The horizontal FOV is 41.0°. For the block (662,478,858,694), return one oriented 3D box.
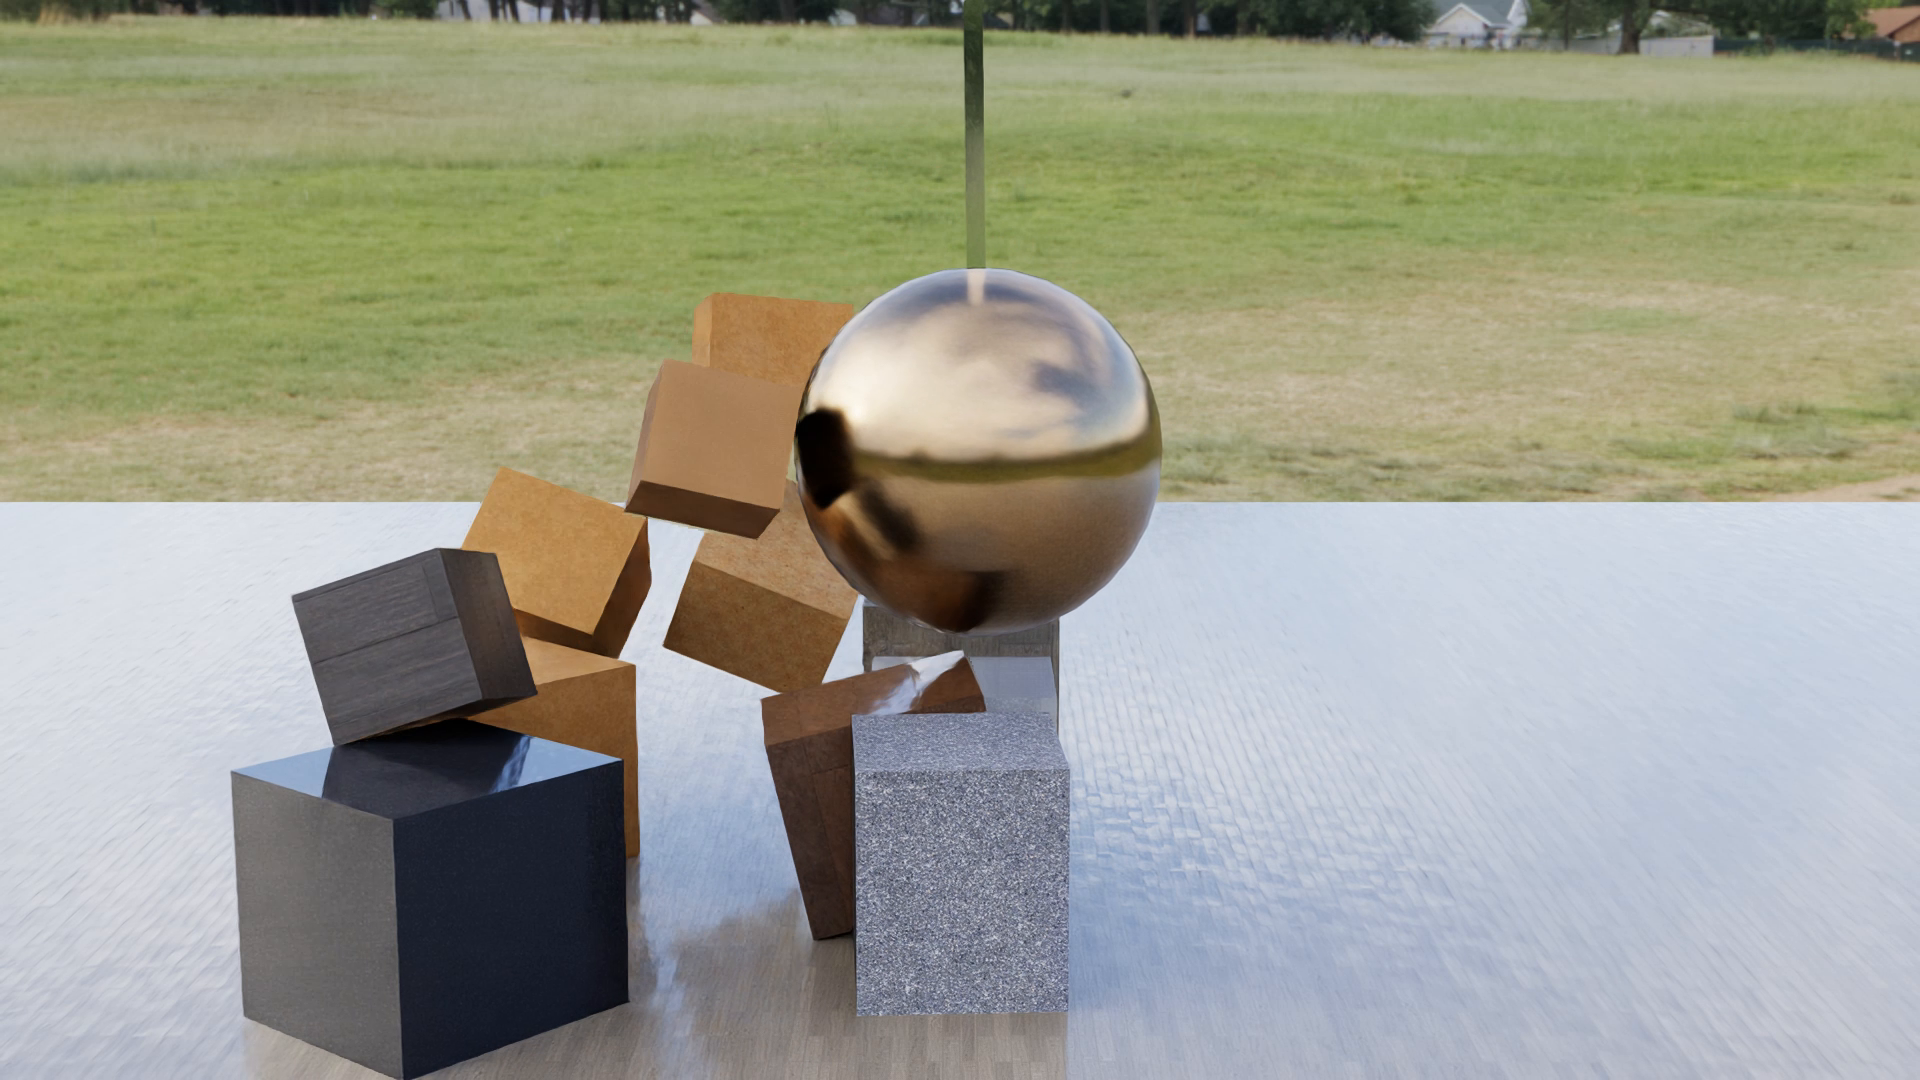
[{"bbox_3d":[-0.907,0.209,12.513,0.786,0.731,0.678,22,49,-4],"label":"block"}]

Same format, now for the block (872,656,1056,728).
[{"bbox_3d":[0.009,1.016,11.734,0.832,0.803,0.803,0,10,0],"label":"block"}]

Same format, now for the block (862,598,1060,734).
[{"bbox_3d":[0.006,0.739,12.595,0.925,1.040,0.968,0,10,0],"label":"block"}]

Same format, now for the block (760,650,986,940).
[{"bbox_3d":[-0.295,1.060,10.865,0.905,0.848,0.811,-14,11,-3],"label":"block"}]

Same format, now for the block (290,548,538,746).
[{"bbox_3d":[-2.160,0.426,10.217,0.621,0.610,0.706,-18,-4,7],"label":"block"}]

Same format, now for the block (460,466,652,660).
[{"bbox_3d":[-1.989,0.214,12.485,0.752,0.674,0.742,19,-27,5],"label":"block"}]

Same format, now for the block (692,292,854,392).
[{"bbox_3d":[-0.917,-0.826,12.330,0.672,0.596,0.567,4,-4,-15],"label":"block"}]

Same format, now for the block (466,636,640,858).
[{"bbox_3d":[-2.122,0.992,11.621,0.985,0.891,0.895,10,14,43],"label":"block"}]

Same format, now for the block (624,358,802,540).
[{"bbox_3d":[-1.036,-0.372,10.736,0.577,0.524,0.599,12,-14,-11],"label":"block"}]

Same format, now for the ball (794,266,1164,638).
[{"bbox_3d":[0.079,-0.380,11.111,1.600,1.600,1.600,0,10,0],"label":"ball"}]

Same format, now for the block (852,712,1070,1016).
[{"bbox_3d":[-0.014,1.248,10.047,0.800,0.951,0.873,-1,10,-3],"label":"block"}]

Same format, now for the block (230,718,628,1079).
[{"bbox_3d":[-1.986,1.312,9.667,0.980,0.960,1.059,9,14,40],"label":"block"}]

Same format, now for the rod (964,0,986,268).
[{"bbox_3d":[0.034,-3.725,10.503,0.080,5.200,0.080,-1,10,0],"label":"rod"}]
